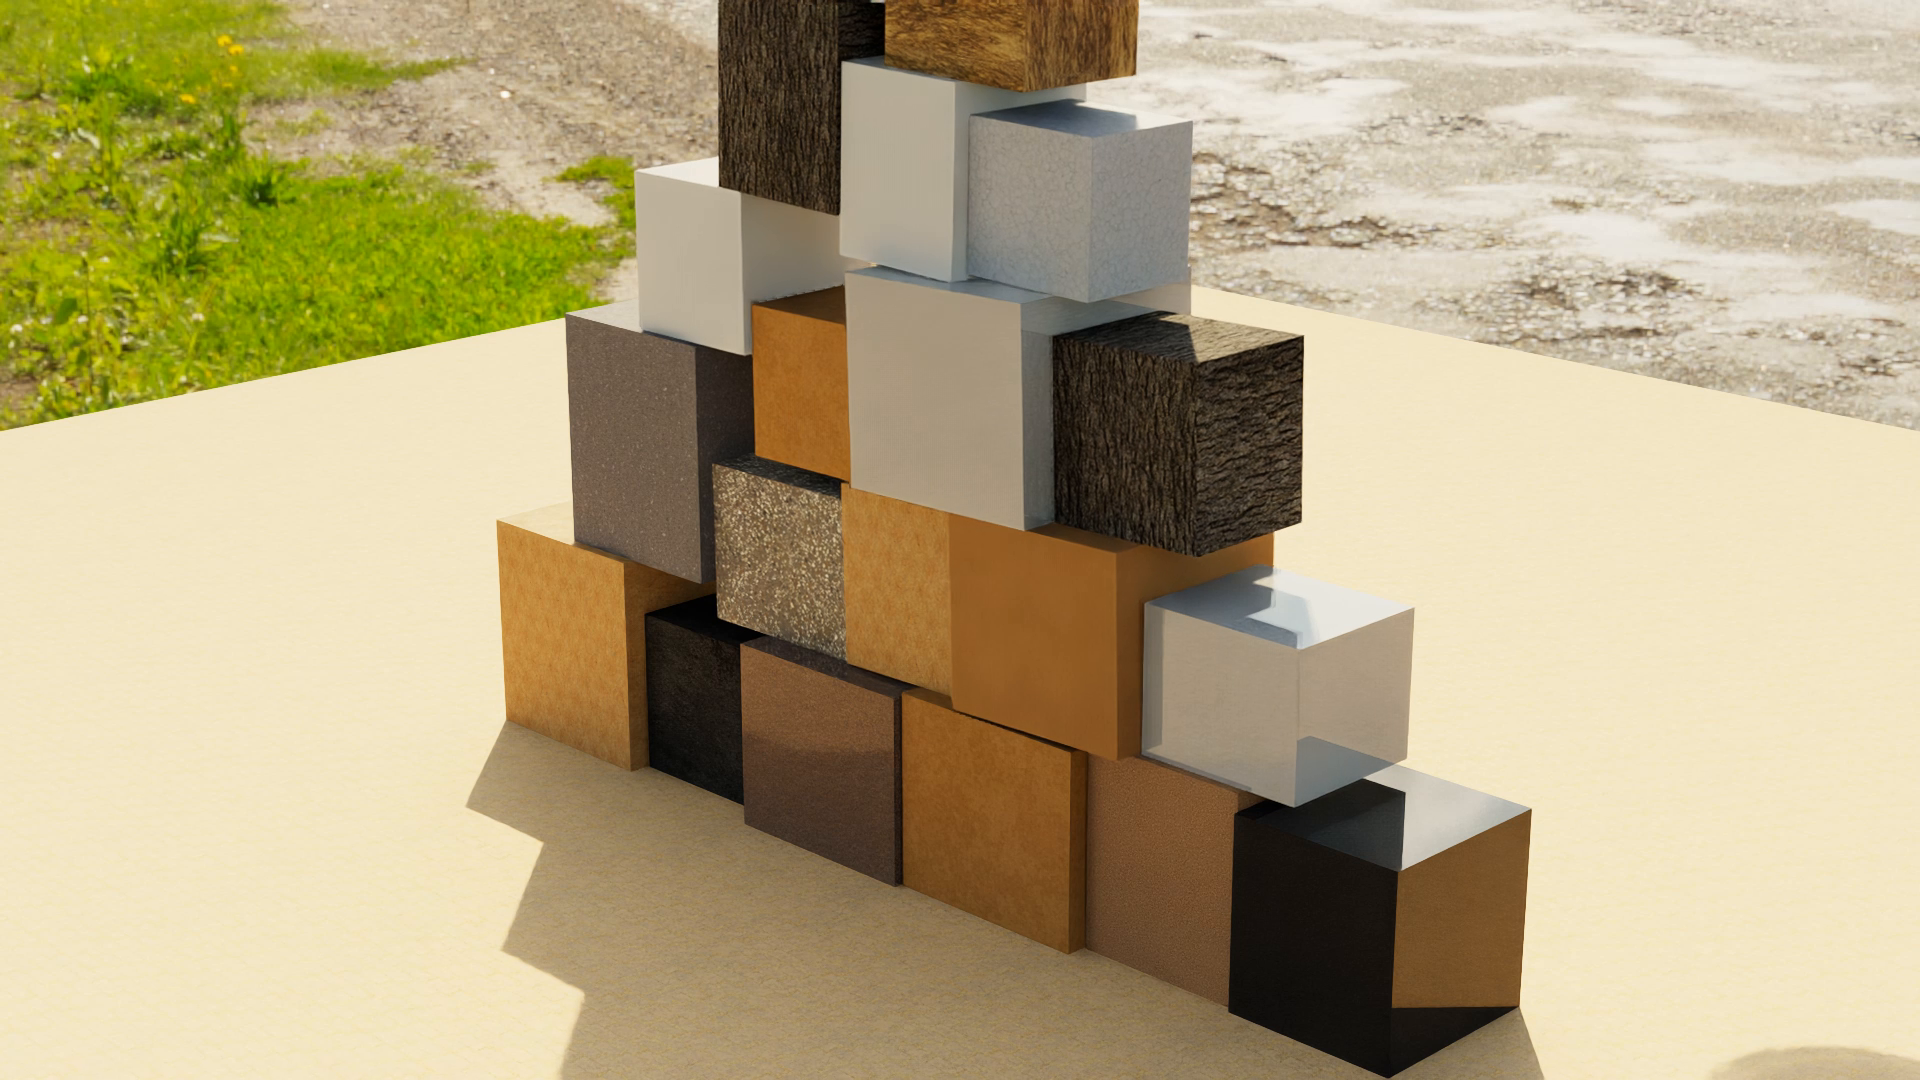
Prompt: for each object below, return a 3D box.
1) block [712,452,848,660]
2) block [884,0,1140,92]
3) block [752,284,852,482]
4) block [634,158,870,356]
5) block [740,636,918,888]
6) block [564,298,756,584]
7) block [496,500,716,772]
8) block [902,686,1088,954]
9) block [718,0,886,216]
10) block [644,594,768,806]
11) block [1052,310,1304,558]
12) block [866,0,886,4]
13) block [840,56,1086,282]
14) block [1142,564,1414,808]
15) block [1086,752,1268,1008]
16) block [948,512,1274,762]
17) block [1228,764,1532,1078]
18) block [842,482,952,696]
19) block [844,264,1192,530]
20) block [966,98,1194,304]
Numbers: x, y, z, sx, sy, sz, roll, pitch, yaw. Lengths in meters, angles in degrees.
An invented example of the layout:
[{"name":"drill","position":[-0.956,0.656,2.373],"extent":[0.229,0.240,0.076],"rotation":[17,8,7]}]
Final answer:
[{"name":"block","position":[-0.568,0.016,13.955],"extent":[0.779,0.773,0.927],"rotation":[-17,23,-42]},{"name":"block","position":[0.220,-2.311,12.387],"extent":[0.690,0.654,0.824],"rotation":[-17,26,-42]},{"name":"block","position":[-0.416,-0.731,13.531],"extent":[0.711,0.719,0.816],"rotation":[-17,23,-42]},{"name":"block","position":[-0.978,-1.378,13.913],"extent":[0.804,0.762,0.761],"rotation":[-17,24,-42]},{"name":"block","position":[-0.274,0.916,13.907],"extent":[1.101,0.914,1.040],"rotation":[-17,24,-42]},{"name":"block","position":[-1.260,-0.545,14.478],"extent":[0.914,1.165,0.984],"rotation":[-17,24,-42]},{"name":"block","position":[-1.640,0.416,15.193],"extent":[1.049,1.097,1.035],"rotation":[-17,24,-42]},{"name":"block","position":[0.456,1.130,13.193],"extent":[0.998,0.934,1.028],"rotation":[-17,24,-42]},{"name":"block","position":[-0.519,-2.049,13.233],"extent":[0.790,0.942,0.826],"rotation":[19,26,42]},{"name":"block","position":[-0.954,0.757,14.583],"extent":[0.826,0.811,0.881],"rotation":[-17,24,-42]},{"name":"block","position":[0.910,-0.459,12.234],"extent":[0.679,0.804,0.784],"rotation":[-17,22,-42]},{"name":"block","position":[-0.296,-2.698,12.795],"extent":[0.680,0.578,0.633],"rotation":[-17,26,-42]},{"name":"block","position":[0.011,-1.664,12.815],"extent":[0.807,0.852,0.697],"rotation":[-17,26,-42]},{"name":"block","position":[1.313,0.585,12.152],"extent":[0.816,0.669,0.748],"rotation":[17,24,42]},{"name":"block","position":[1.137,1.308,12.577],"extent":[0.855,0.963,0.821],"rotation":[-17,24,-42]},{"name":"block","position":[0.661,0.290,12.731],"extent":[1.016,0.901,0.969],"rotation":[-17,22,-42]},{"name":"block","position":[1.718,1.522,12.022],"extent":[0.899,0.888,0.820],"rotation":[-17,24,-42]},{"name":"block","position":[0.029,0.145,13.341],"extent":[0.783,0.861,0.792],"rotation":[-17,22,-42]},{"name":"block","position":[0.263,-0.713,12.858],"extent":[1.058,0.969,1.072],"rotation":[15,23,43]},{"name":"block","position":[0.501,-1.443,12.362],"extent":[0.699,0.683,0.625],"rotation":[18,25,42]}]
